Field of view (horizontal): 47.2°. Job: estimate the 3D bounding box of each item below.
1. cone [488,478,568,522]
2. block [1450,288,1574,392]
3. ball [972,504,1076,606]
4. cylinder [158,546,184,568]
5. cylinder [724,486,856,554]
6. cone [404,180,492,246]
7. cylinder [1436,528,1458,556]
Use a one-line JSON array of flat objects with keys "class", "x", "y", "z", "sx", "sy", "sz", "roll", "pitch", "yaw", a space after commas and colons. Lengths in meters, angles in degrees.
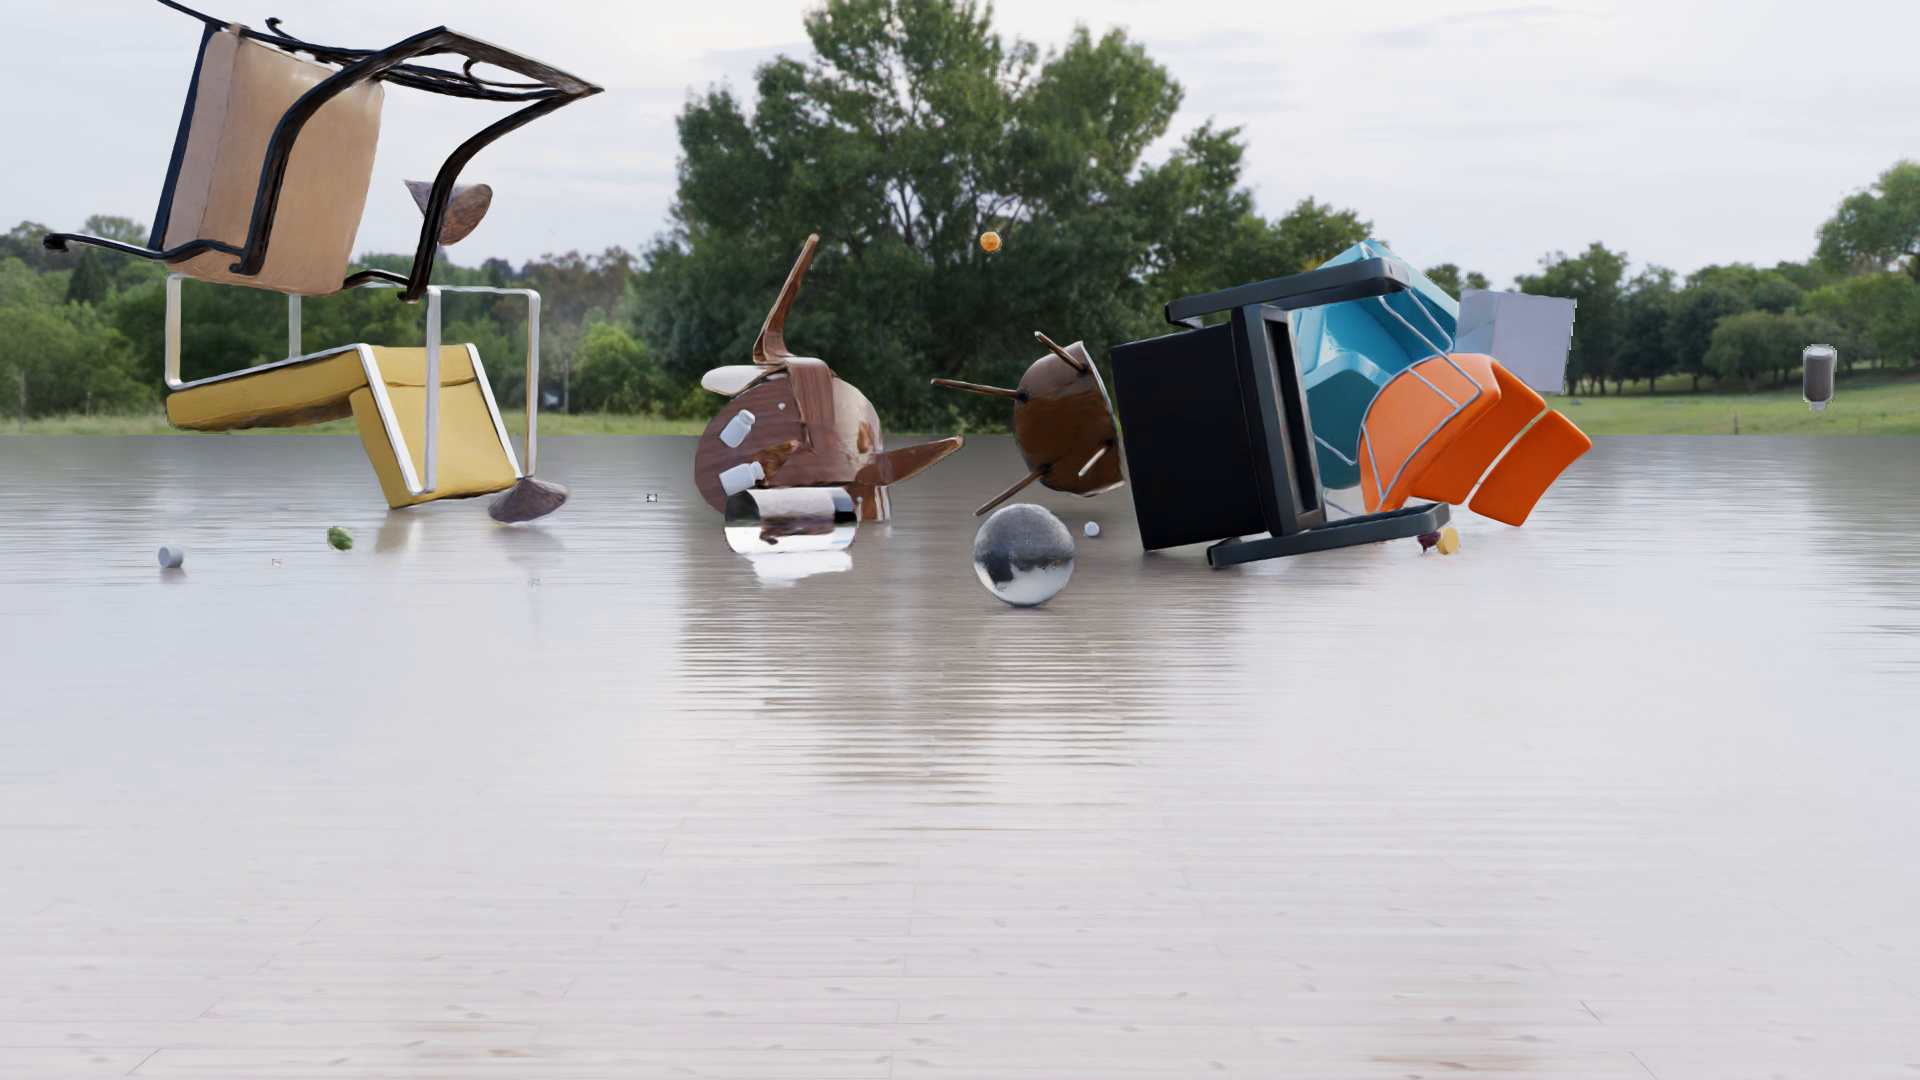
[{"class": "cone", "x": -1.437, "y": -0.165, "z": 7.290, "sx": 0.273, "sy": 0.126, "sz": 0.151, "roll": -19, "pitch": 53, "yaw": -17}, {"class": "block", "x": 1.926, "y": -0.701, "z": 7.685, "sx": 0.280, "sy": 0.322, "sz": 0.310, "roll": 4, "pitch": 8, "yaw": -11}, {"class": "ball", "x": 0.133, "y": 0.031, "z": 4.542, "sx": 0.213, "sy": 0.213, "sz": 0.213, "roll": 0, "pitch": 4, "yaw": 0}, {"class": "cylinder", "x": -1.990, "y": 0.042, "z": 5.549, "sx": 0.060, "sy": 0.051, "sz": 0.037, "roll": -19, "pitch": -9, "yaw": 40}, {"class": "cylinder", "x": -0.466, "y": -0.055, "z": 6.054, "sx": 0.312, "sy": 0.176, "sz": 0.183, "roll": -3, "pitch": 7, "yaw": -38}, {"class": "cone", "x": -1.497, "y": -0.975, "z": 6.255, "sx": 0.223, "sy": 0.172, "sz": 0.242, "roll": 30, "pitch": 50, "yaw": 14}, {"class": "cylinder", "x": 1.319, "y": 0.003, "z": 5.949, "sx": 0.028, "sy": 0.074, "sz": 0.054, "roll": 15, "pitch": -6, "yaw": 45}]
